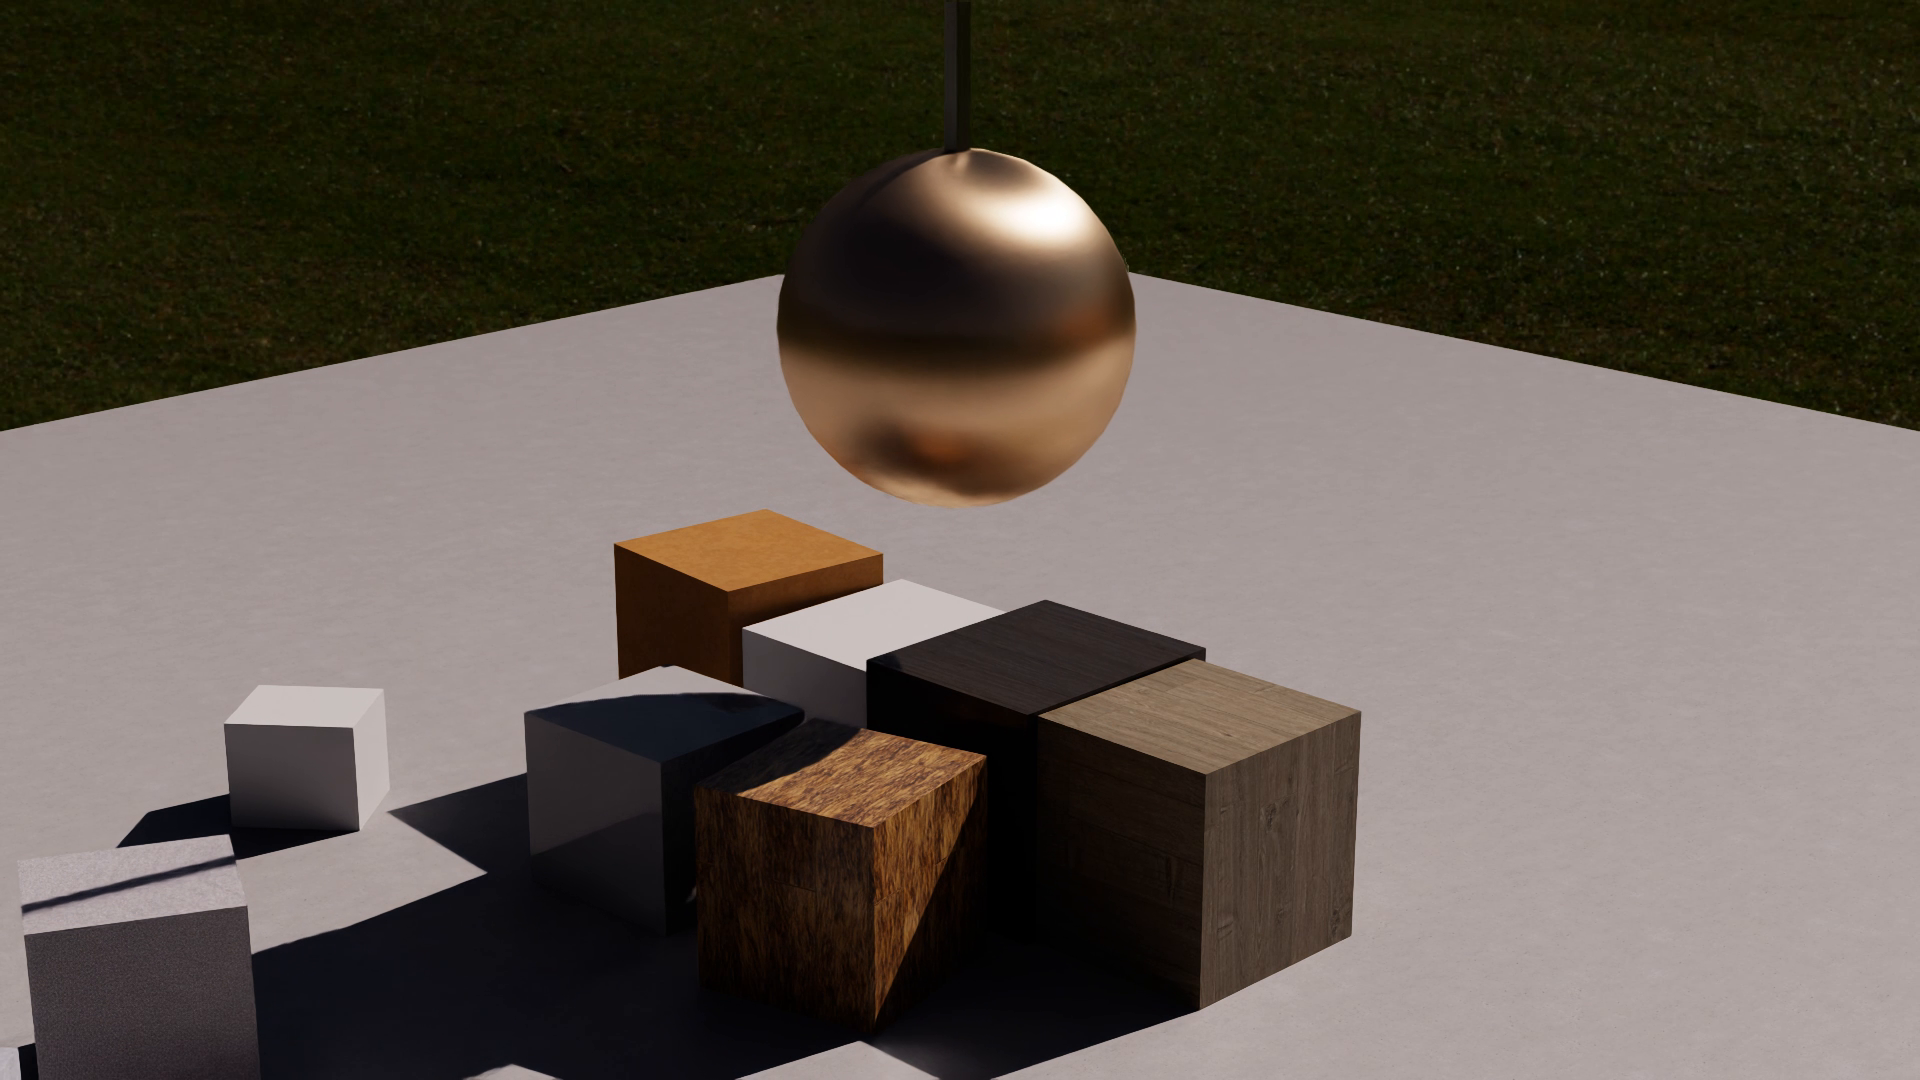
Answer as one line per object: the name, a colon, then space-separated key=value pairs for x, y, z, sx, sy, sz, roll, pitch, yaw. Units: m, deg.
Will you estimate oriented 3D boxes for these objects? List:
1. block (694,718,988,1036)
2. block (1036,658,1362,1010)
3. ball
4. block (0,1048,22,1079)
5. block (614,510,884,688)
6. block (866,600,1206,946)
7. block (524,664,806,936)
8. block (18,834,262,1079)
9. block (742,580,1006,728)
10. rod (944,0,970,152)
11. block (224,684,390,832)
block: x=-0.491 y=1.397 z=12.375 sx=0.879 sy=0.914 sz=0.902 roll=10 pitch=20 yaw=29
block: x=1.021 y=1.240 z=12.646 sx=1.020 sy=1.051 sz=0.937 roll=-17 pitch=24 yaw=-42
ball: x=-0.016 y=-0.940 z=13.030 sx=1.600 sy=1.600 sz=1.600 roll=0 pitch=17 yaw=0
block: x=-3.695 y=2.233 z=10.013 sx=0.786 sy=0.735 sz=0.746 roll=0 pitch=17 yaw=1
block: x=-1.046 y=0.579 z=14.621 sx=0.930 sy=1.128 sz=0.977 roll=-14 pitch=22 yaw=-37
block: x=0.346 y=1.022 z=13.305 sx=0.984 sy=1.072 sz=1.179 roll=16 pitch=24 yaw=42
block: x=-1.327 y=1.158 z=13.295 sx=0.909 sy=0.818 sz=0.874 roll=15 pitch=23 yaw=40
block: x=-3.234 y=1.717 z=11.550 sx=0.819 sy=0.799 sz=0.729 roll=-6 pitch=18 yaw=-18
block: x=-0.331 y=0.864 z=13.976 sx=0.918 sy=0.972 sz=1.043 roll=17 pitch=24 yaw=42
rod: x=-0.007 y=-4.186 z=12.019 sx=0.080 sy=5.200 sz=0.080 roll=17 pitch=24 yaw=42
block: x=-3.141 y=1.046 z=14.137 sx=0.623 sy=0.527 sz=0.525 roll=1 pitch=18 yaw=5
